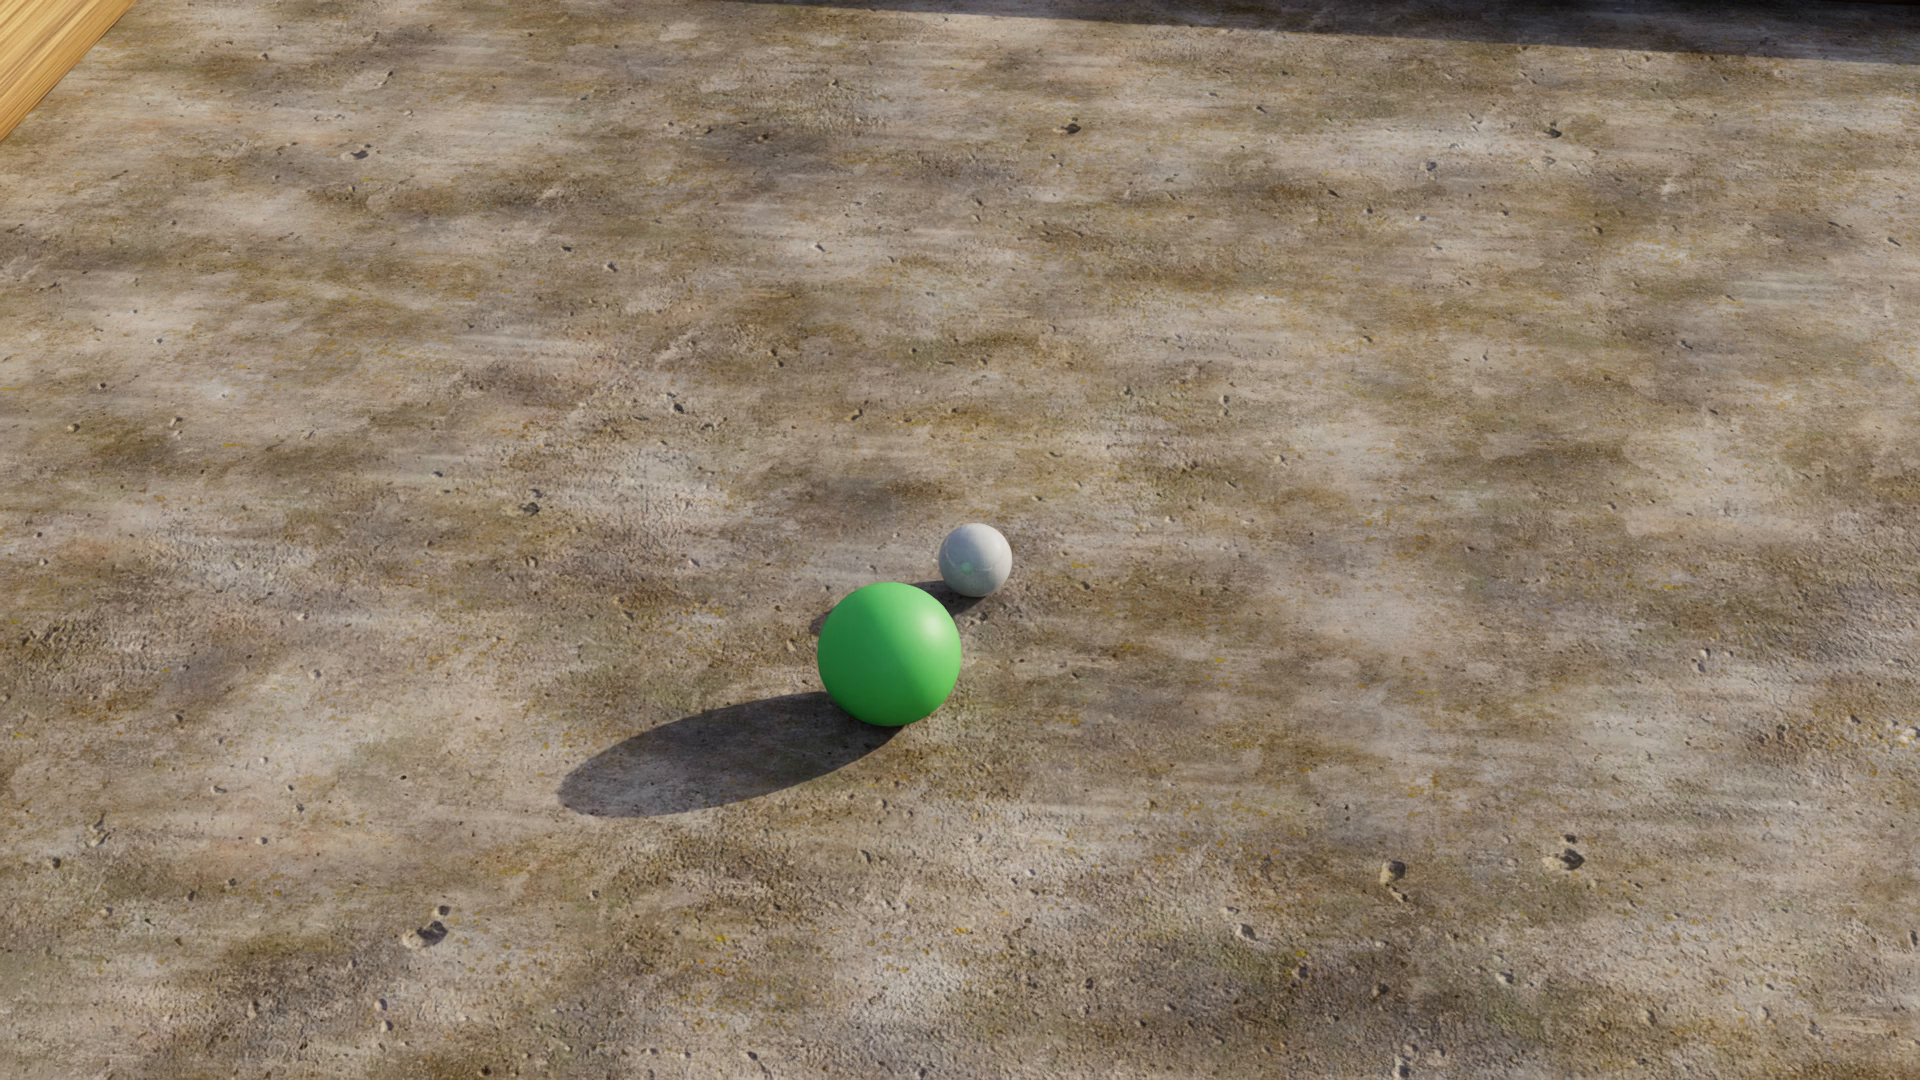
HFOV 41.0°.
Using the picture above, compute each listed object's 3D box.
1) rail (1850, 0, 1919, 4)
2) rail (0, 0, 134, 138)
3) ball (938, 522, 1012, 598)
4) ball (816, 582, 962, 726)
[{"bbox_3d":[1.089,-0.567,2.522,3.832,0.120,0.045,4,36,6],"label":"rail"},{"bbox_3d":[-0.926,-0.090,1.848,0.045,0.120,2.204,4,36,6],"label":"rail"},{"bbox_3d":[0.010,0.014,1.763,0.051,0.051,0.051,0,35,0],"label":"ball"},{"bbox_3d":[-0.045,0.073,1.643,0.093,0.093,0.093,0,35,0],"label":"ball"}]
